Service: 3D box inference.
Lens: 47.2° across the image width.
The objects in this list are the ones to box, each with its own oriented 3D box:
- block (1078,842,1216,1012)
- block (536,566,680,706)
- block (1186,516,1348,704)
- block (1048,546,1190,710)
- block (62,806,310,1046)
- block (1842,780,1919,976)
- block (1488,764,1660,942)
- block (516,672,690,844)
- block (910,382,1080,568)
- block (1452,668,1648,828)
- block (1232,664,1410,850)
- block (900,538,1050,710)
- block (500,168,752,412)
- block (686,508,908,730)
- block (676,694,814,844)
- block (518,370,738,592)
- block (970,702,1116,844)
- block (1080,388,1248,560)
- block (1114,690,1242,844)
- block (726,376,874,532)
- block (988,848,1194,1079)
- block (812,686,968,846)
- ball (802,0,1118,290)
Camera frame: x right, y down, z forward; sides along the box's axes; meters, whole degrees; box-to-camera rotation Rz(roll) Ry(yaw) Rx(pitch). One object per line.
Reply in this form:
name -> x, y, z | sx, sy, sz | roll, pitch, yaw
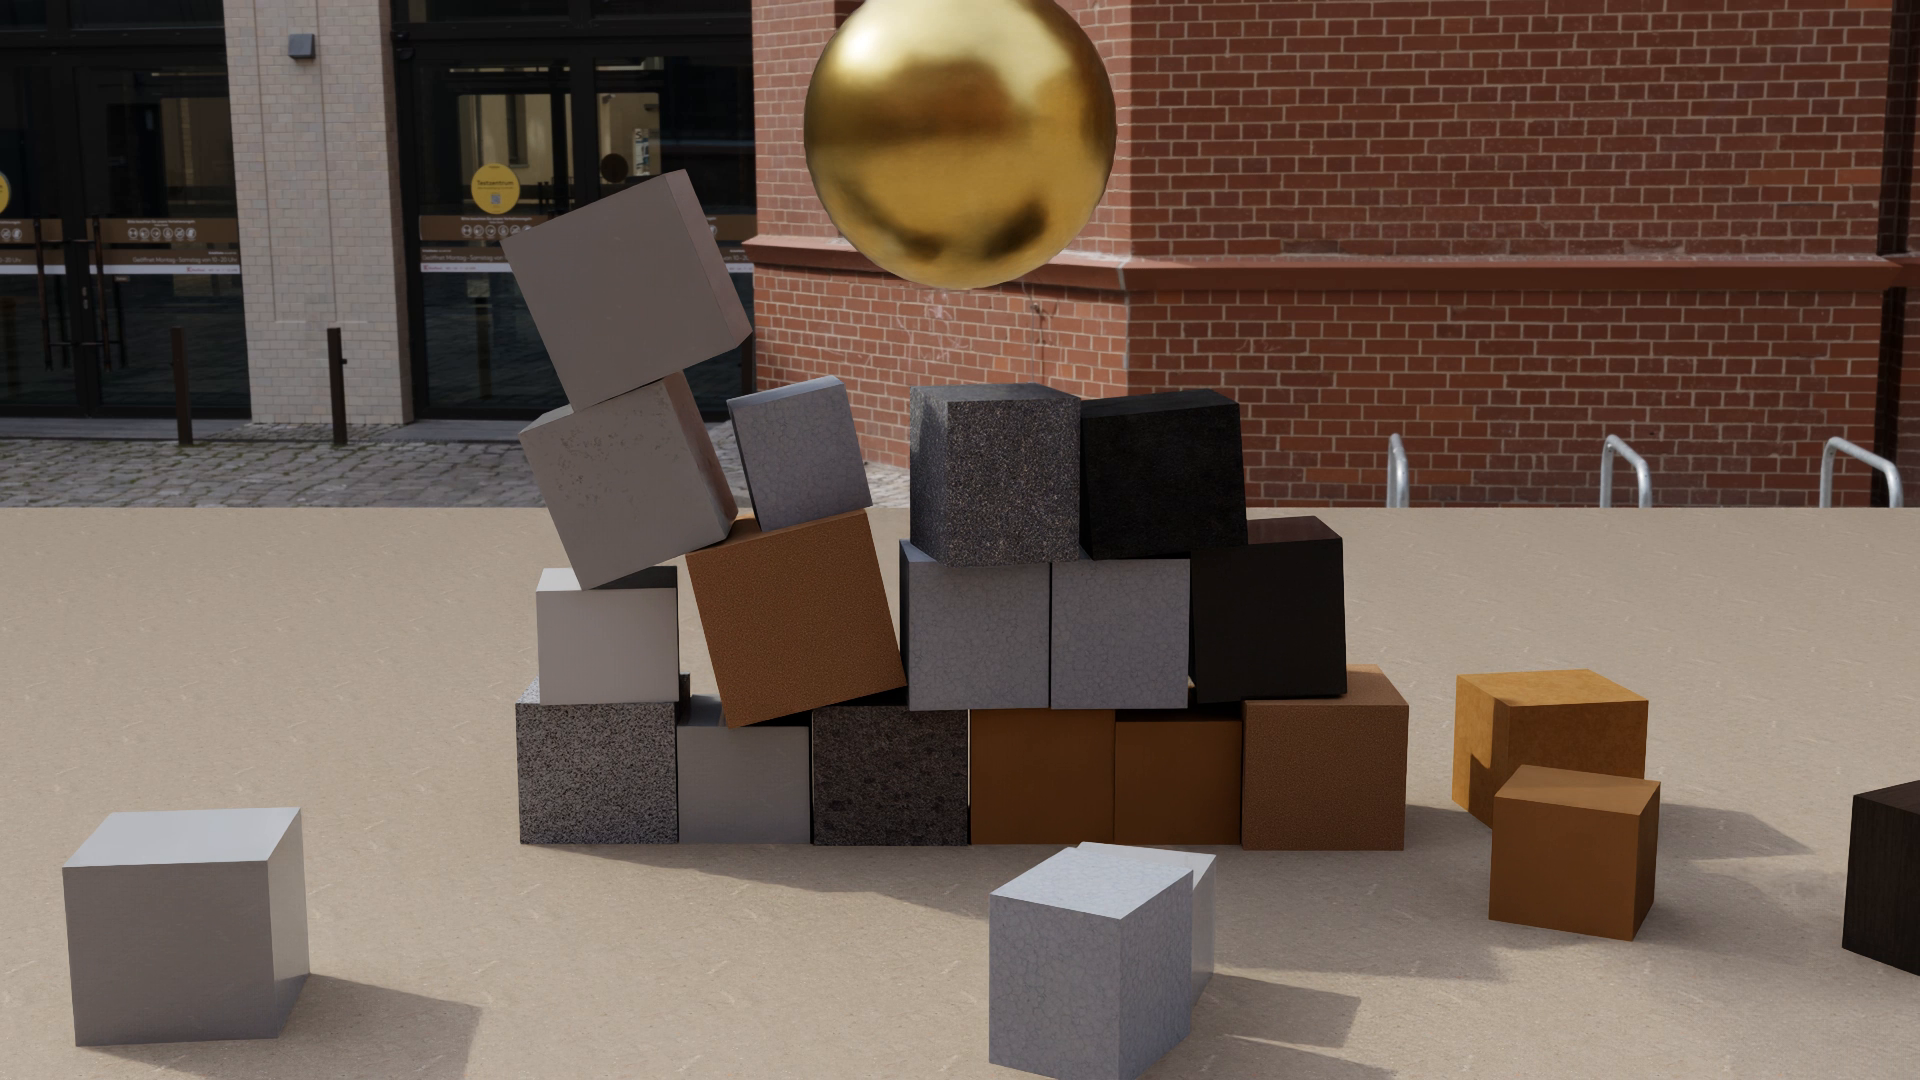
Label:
block -> 0.720, 1.622, 9.179 | 0.585, 0.525, 0.557 | 3, 11, 18
block -> -1.784, 0.478, 11.217 | 0.687, 0.581, 0.587 | -1, 10, -7
block -> 1.520, 0.344, 11.239 | 0.754, 0.789, 0.685 | -4, 10, -2
block -> 0.781, 0.401, 11.231 | 0.678, 0.755, 0.742 | 0, 10, -2
block -> -3.124, 1.556, 8.948 | 0.772, 0.736, 0.703 | -1, 10, -6
block -> 4.386, 1.473, 9.509 | 0.749, 0.700, 0.711 | -6, 12, -30
block -> 2.825, 1.424, 10.100 | 0.638, 0.585, 0.577 | 5, 11, 26
block -> -1.825, 1.117, 11.376 | 0.794, 0.733, 0.663 | 0, 10, 0
block -> 0.164, -0.336, 10.920 | 0.668, 0.804, 0.701 | -3, 11, -16
block -> 3.081, 1.108, 11.535 | 0.750, 0.693, 0.685 | -2, 10, -10
block -> 1.821, 1.109, 11.370 | 0.802, 0.751, 0.867 | 0, 10, 0
block -> 0.063, 0.414, 11.141 | 0.692, 0.750, 0.623 | -1, 10, -6
block -> -1.633, -1.253, 10.920 | 0.855, 0.890, 0.792 | -21, 10, 4
block -> -0.855, 0.332, 11.285 | 0.911, 0.893, 0.926 | -14, 10, -4
block -> -1.088, 1.176, 11.394 | 0.661, 0.610, 0.664 | 0, 10, 0
block -> -1.654, -0.332, 11.102 | 0.758, 0.836, 0.764 | -20, 10, 3
block -> 0.413, 1.126, 11.361 | 0.721, 0.719, 0.643 | 0, 10, 0
block -> 0.969, -0.342, 11.045 | 0.768, 0.701, 0.744 | -6, 10, -4
block -> 1.092, 1.160, 11.395 | 0.633, 0.641, 0.713 | 0, 10, 0
block -> -0.822, -0.448, 11.176 | 0.567, 0.628, 0.624 | -14, 10, -7
block -> 0.514, 1.654, 8.555 | 0.554, 0.684, 0.648 | 6, 12, 30
block -> -0.347, 1.123, 11.361 | 0.771, 0.725, 0.697 | 0, 10, 1
ball -> 0.000, -2.080, 11.186 | 1.600, 1.600, 1.600 | 0, 10, 0
